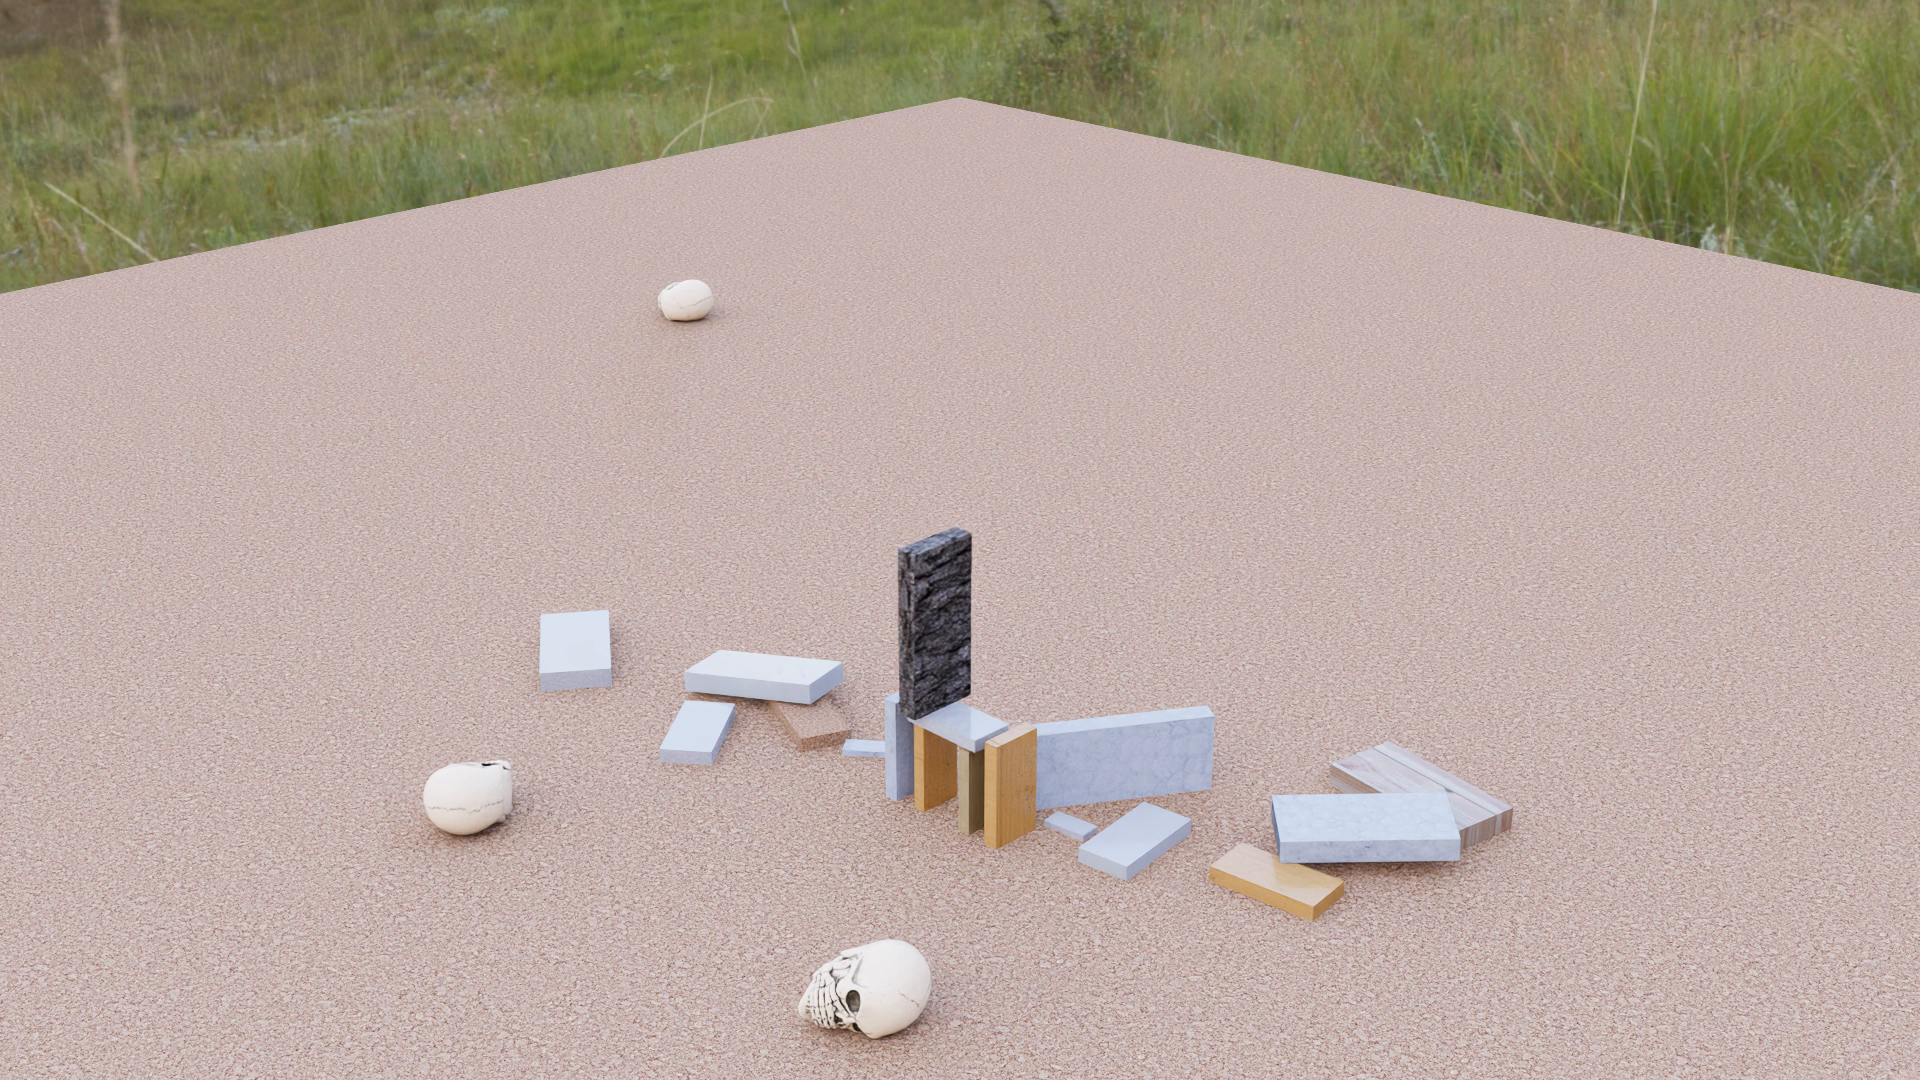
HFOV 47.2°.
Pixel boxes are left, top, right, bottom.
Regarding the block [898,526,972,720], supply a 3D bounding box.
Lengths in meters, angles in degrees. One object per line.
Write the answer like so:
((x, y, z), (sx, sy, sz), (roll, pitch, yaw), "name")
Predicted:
((-0.049, 0.166, 4.355), (0.045, 0.357, 0.159), (21, 31, 40), "block")

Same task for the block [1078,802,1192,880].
((0.345, 0.591, 4.327), (0.114, 0.032, 0.228), (17, 28, 35), "block")

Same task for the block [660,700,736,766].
((-0.564, 0.415, 4.742), (0.113, 0.032, 0.225), (3, 23, 7), "block")

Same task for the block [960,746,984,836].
((0.041, 0.483, 4.379), (0.027, 0.191, 0.095), (21, 31, 41), "block")

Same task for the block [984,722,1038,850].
((0.100, 0.484, 4.328), (0.032, 0.228, 0.114), (21, 31, 41), "block")

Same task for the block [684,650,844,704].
((-0.439, 0.305, 4.924), (0.318, 0.045, 0.159), (4, 17, 24), "block")

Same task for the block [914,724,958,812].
((-0.049, 0.448, 4.462), (0.095, 0.191, 0.027), (-21, 31, -41), "block")

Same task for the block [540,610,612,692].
((-0.892, 0.254, 5.104), (0.159, 0.045, 0.318), (-4, 23, -9), "block")

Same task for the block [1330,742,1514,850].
((0.934, 0.520, 4.473), (0.171, 0.048, 0.341), (-15, 27, -32), "block")

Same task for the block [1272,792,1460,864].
((0.786, 0.559, 4.277), (0.341, 0.048, 0.171), (-1, 25, 3), "block")

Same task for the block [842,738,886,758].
((-0.184, 0.446, 4.692), (0.127, 0.014, 0.049), (3, 23, 7), "block")

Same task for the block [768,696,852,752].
((-0.329, 0.389, 4.803), (0.113, 0.032, 0.225), (-9, 25, -21), "block")

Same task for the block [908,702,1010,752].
((-0.004, 0.364, 4.381), (0.095, 0.027, 0.191), (-21, 31, -40), "block")

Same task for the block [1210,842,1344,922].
((0.602, 0.649, 4.189), (0.228, 0.032, 0.114), (17, 29, 35), "block")

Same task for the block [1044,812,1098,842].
((0.221, 0.572, 4.394), (0.097, 0.014, 0.049), (17, 27, 36), "block")

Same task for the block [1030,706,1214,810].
((0.327, 0.445, 4.494), (0.383, 0.171, 0.048), (-5, 24, -12), "block")

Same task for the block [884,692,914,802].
((-0.102, 0.412, 4.503), (0.032, 0.225, 0.113), (21, 31, 40), "block")
